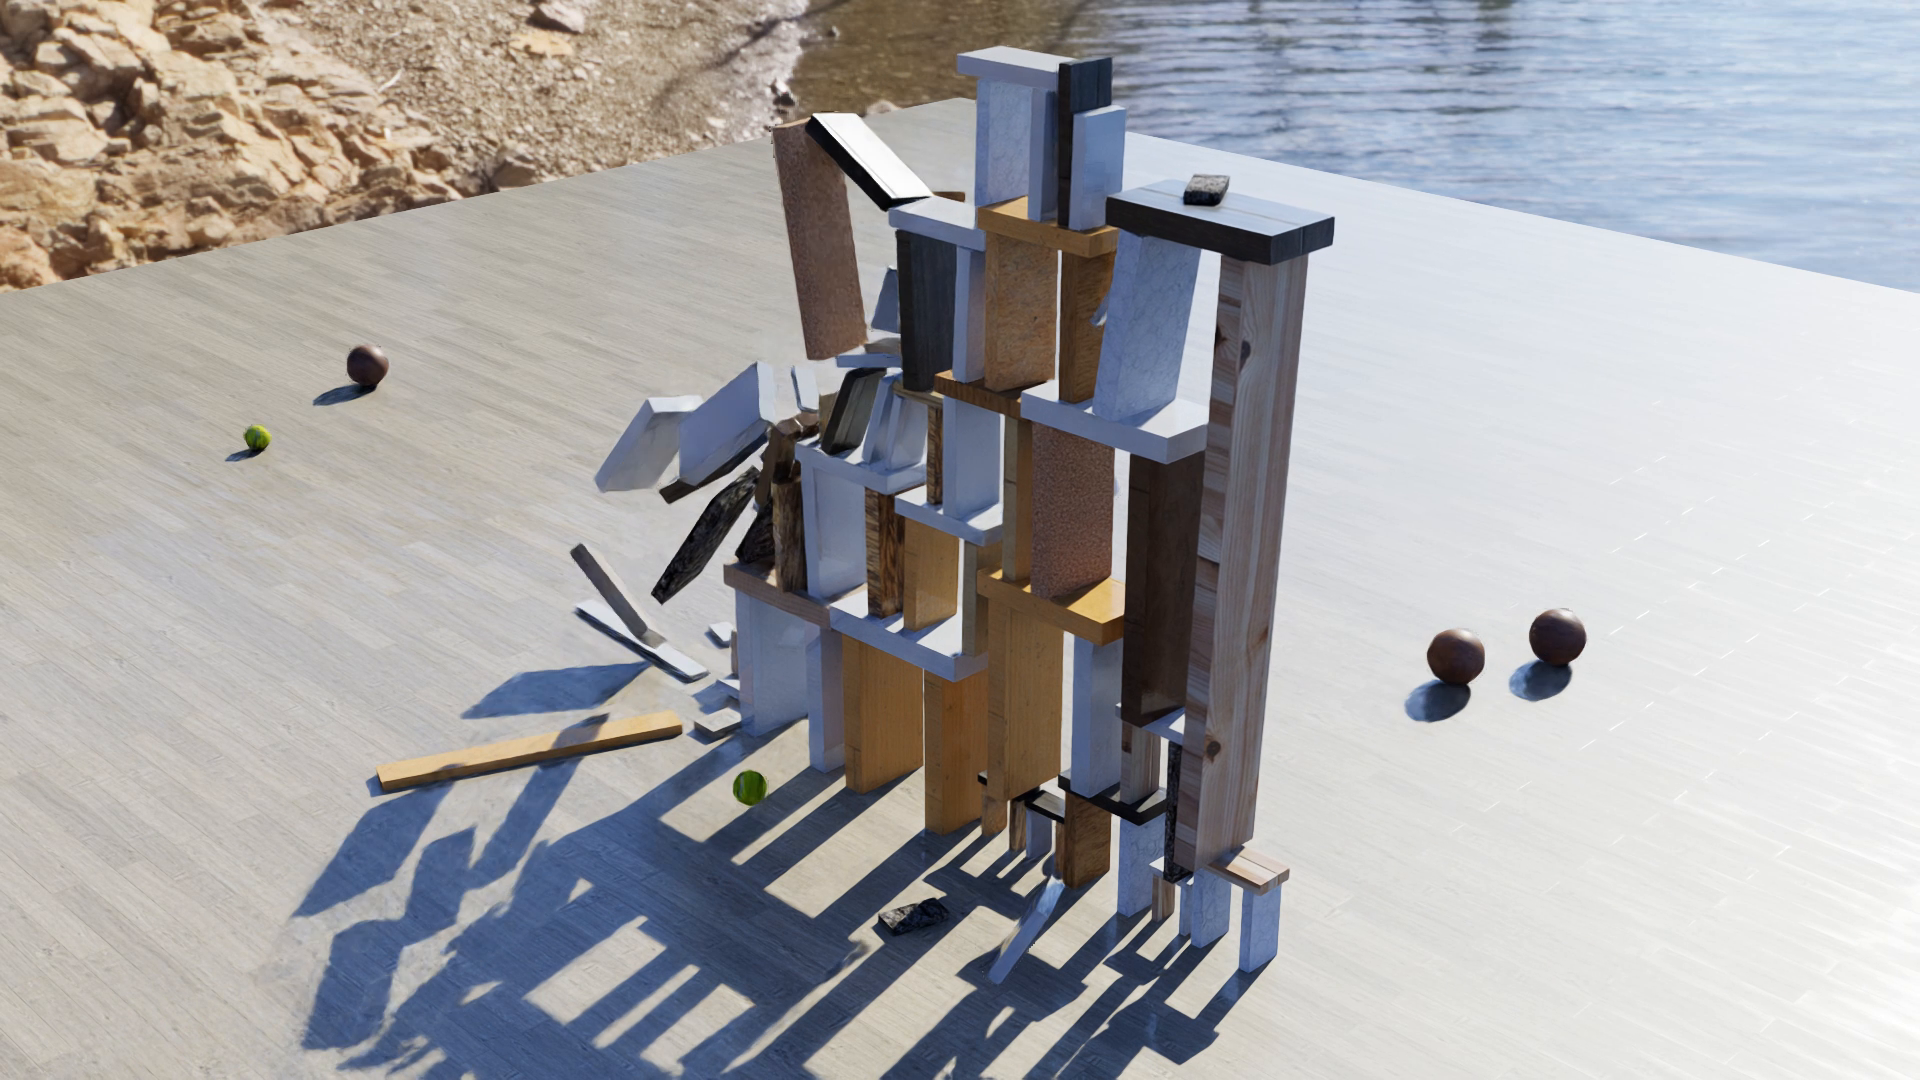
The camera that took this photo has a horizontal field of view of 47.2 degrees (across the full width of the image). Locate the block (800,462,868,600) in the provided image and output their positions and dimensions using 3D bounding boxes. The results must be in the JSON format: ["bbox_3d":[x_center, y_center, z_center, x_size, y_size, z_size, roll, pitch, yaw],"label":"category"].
[{"bbox_3d":[-0.254,-0.037,4.486,0.038,0.288,0.135,18,29,42],"label":"block"}]

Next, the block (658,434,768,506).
[{"bbox_3d":[-0.527,-0.159,4.699,0.135,0.038,0.269,-44,13,-36],"label":"block"}]

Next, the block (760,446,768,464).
[{"bbox_3d":[-0.389,-0.169,4.605,0.014,0.097,0.049,32,75,20],"label":"block"}]

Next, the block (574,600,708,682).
[{"bbox_3d":[-0.756,0.234,5.192,0.050,0.014,0.506,-19,29,-36],"label":"block"}]

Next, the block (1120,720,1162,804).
[{"bbox_3d":[0.331,0.393,4.026,0.084,0.167,0.024,-21,31,-41],"label":"block"}]

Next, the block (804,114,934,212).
[{"bbox_3d":[-0.170,-0.708,4.122,0.244,0.035,0.122,48,35,21],"label":"block"}]

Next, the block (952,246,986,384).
[{"bbox_3d":[0.048,-0.419,4.000,0.125,0.249,0.035,-19,32,-38],"label":"block"}]

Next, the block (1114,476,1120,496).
[{"bbox_3d":[0.235,-0.152,4.430,0.122,0.244,0.035,-45,42,-20],"label":"block"}]

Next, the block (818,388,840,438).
[{"bbox_3d":[-0.260,-0.252,4.403,0.047,0.094,0.013,-20,31,-38],"label":"block"}]

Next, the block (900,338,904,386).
[{"bbox_3d":[-0.084,-0.357,4.145,0.017,0.122,0.061,15,27,40],"label":"block"}]

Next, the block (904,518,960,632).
[{"bbox_3d":[-0.055,0.050,4.302,0.034,0.238,0.119,23,32,38],"label":"block"}]

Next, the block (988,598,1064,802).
[{"bbox_3d":[0.126,0.286,4.214,0.159,0.419,0.045,-21,31,-40],"label":"block"}]

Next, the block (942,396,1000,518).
[{"bbox_3d":[0.022,-0.169,4.123,0.034,0.238,0.119,22,31,40],"label":"block"}]

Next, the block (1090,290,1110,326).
[{"bbox_3d":[0.271,-0.415,3.744,0.059,0.119,0.017,-25,67,-42],"label":"block"}]

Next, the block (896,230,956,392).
[{"bbox_3d":[-0.057,-0.438,4.109,0.035,0.302,0.125,15,27,40],"label":"block"}]

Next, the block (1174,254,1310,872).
[{"bbox_3d":[0.471,0.047,3.723,0.167,1.123,0.047,-21,33,-40],"label":"block"}]

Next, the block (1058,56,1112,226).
[{"bbox_3d":[0.210,-0.672,3.711,0.098,0.273,0.028,-19,29,-38],"label":"block"}]

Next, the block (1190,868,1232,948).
[{"bbox_3d":[0.459,0.653,4.008,0.083,0.166,0.024,-21,31,-41],"label":"block"}]

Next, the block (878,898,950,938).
[{"bbox_3d":[-0.086,0.701,4.088,0.119,0.017,0.059,-12,26,-27],"label":"block"}]

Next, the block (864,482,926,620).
[{"bbox_3d":[-0.123,0.008,4.361,0.038,0.271,0.135,20,30,41],"label":"block"}]

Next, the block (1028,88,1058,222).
[{"bbox_3d":[0.169,-0.665,3.757,0.112,0.223,0.032,-21,33,-40],"label":"block"}]

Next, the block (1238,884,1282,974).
[{"bbox_3d":[0.538,0.684,3.936,0.024,0.166,0.083,21,31,41],"label":"block"}]

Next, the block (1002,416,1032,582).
[{"bbox_3d":[0.133,-0.089,4.039,0.119,0.318,0.034,-21,31,-40],"label":"block"}]

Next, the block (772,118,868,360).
[{"bbox_3d":[-0.266,-0.580,4.226,0.040,0.448,0.140,6,22,37],"label":"block"}]

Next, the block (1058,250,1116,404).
[{"bbox_3d":[0.232,-0.381,3.813,0.038,0.266,0.133,22,31,40],"label":"block"}]

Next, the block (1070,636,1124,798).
[{"bbox_3d":[0.276,0.300,4.051,0.045,0.319,0.159,21,31,40],"label":"block"}]

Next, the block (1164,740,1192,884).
[{"bbox_3d":[0.408,0.479,3.975,0.084,0.287,0.024,-21,31,-40],"label":"block"}]

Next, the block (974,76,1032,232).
[{"bbox_3d":[0.078,-0.690,3.876,0.112,0.274,0.032,-21,32,-41],"label":"block"}]

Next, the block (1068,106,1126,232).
[{"bbox_3d":[0.231,-0.625,3.699,0.098,0.195,0.028,-20,33,-39],"label":"block"}]

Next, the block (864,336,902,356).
[{"bbox_3d":[-0.125,-0.372,4.212,0.061,0.017,0.122,-20,18,-34],"label":"block"}]

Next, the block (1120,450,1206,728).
[{"bbox_3d":[0.363,0.070,3.861,0.167,0.507,0.047,-21,31,-40],"label":"block"}]

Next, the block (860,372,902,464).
[{"bbox_3d":[-0.132,-0.240,4.262,0.093,0.185,0.026,-21,49,-40],"label":"block"}]

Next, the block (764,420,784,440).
[{"bbox_3d":[-0.366,-0.205,4.486,0.049,0.097,0.014,-38,66,-11],"label":"block"}]

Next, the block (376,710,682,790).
[{"bbox_3d":[-0.911,0.446,4.684,0.643,0.021,0.074,-10,25,-21],"label":"block"}]

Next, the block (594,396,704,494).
[{"bbox_3d":[-0.682,-0.210,4.833,0.140,0.281,0.040,-7,58,-43],"label":"block"}]

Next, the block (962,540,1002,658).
[{"bbox_3d":[0.057,0.094,4.201,0.034,0.238,0.119,21,31,37],"label":"block"}]

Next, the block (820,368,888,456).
[{"bbox_3d":[-0.208,-0.256,4.296,0.026,0.185,0.093,40,38,25],"label":"block"}]

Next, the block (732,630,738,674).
[{"bbox_3d":[-0.501,0.258,5.017,0.014,0.099,0.049,-9,15,-41],"label":"block"}]

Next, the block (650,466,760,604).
[{"bbox_3d":[-0.558,-0.006,4.839,0.038,0.427,0.135,45,50,4],"label":"block"}]

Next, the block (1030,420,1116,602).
[{"bbox_3d":[0.205,-0.072,3.975,0.167,0.335,0.047,-21,31,-40],"label":"block"}]

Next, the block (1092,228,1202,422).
[{"bbox_3d":[0.318,-0.376,3.710,0.167,0.335,0.047,-22,40,-41],"label":"block"}]

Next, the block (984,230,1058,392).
[{"bbox_3d":[0.110,-0.424,3.952,0.133,0.297,0.038,-15,28,-32],"label":"block"}]

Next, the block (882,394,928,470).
[{"bbox_3d":[-0.100,-0.216,4.236,0.080,0.159,0.023,-18,43,-37],"label":"block"}]

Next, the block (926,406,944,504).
[{"bbox_3d":[-0.025,-0.170,4.175,0.080,0.196,0.023,-19,31,-37],"label":"block"}]

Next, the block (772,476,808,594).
[{"bbox_3d":[-0.321,-0.016,4.506,0.118,0.236,0.033,-12,24,-25],"label":"block"}]
